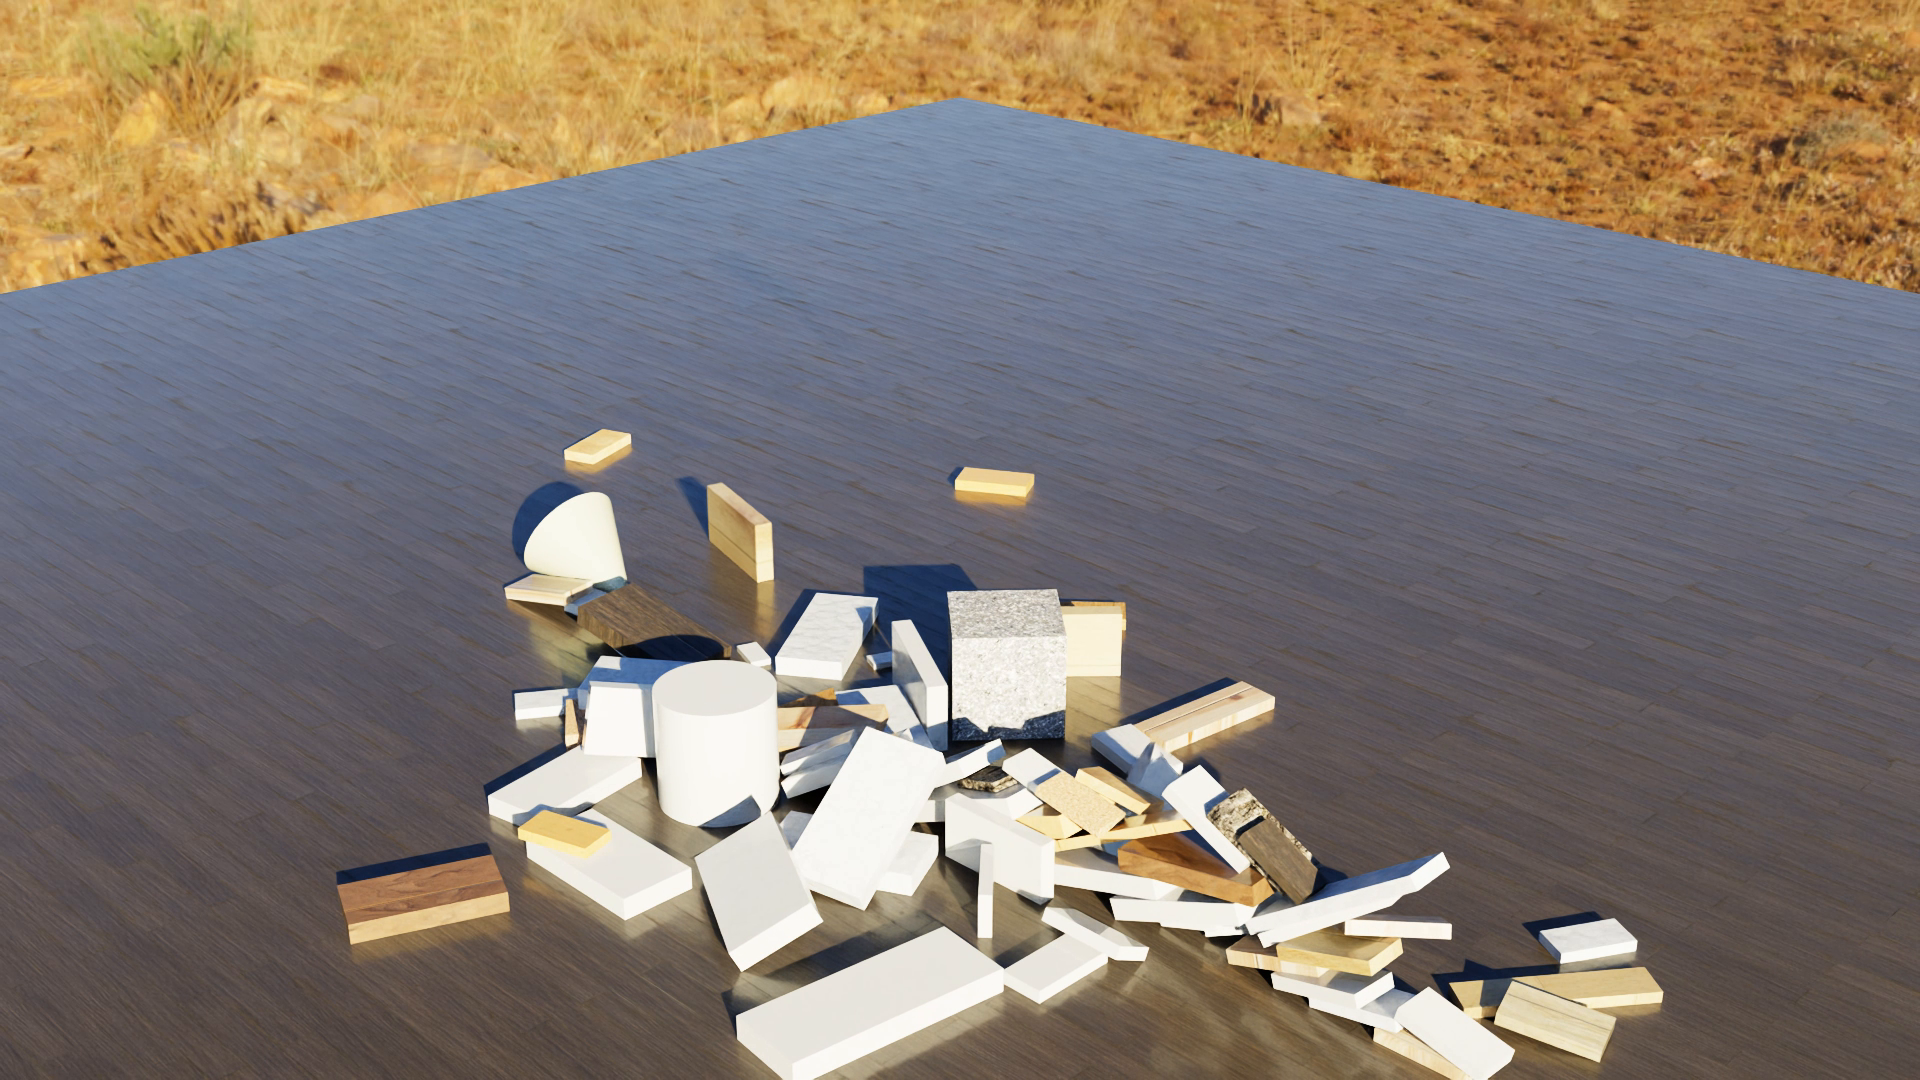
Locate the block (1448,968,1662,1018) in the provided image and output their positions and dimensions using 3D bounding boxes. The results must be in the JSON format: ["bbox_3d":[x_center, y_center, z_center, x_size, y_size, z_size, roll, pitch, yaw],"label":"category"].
[{"bbox_3d":[1.045,0.795,3.860,0.361,0.022,0.077,-3,23,-7],"label":"block"}]

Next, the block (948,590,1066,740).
[{"bbox_3d":[0.099,0.271,4.811,0.243,0.243,0.243,-1,23,-3],"label":"block"}]

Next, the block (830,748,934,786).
[{"bbox_3d":[-0.156,0.469,4.446,0.126,0.036,0.253,-23,4,-29],"label":"block"}]

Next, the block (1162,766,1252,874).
[{"bbox_3d":[0.466,0.500,3.952,0.198,0.028,0.099,45,42,20],"label":"block"}]

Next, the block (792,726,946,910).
[{"bbox_3d":[-0.181,0.531,4.222,0.170,0.048,0.340,17,57,23],"label":"block"}]

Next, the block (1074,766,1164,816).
[{"bbox_3d":[0.303,0.476,4.176,0.156,0.022,0.078,26,13,32],"label":"block"}]

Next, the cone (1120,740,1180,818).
[{"bbox_3d":[0.428,0.536,4.381,0.202,0.202,0.202,28,25,-1],"label":"cone"}]

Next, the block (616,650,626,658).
[{"bbox_3d":[-0.789,0.214,5.176,0.101,0.029,0.202,-19,39,-37],"label":"block"}]

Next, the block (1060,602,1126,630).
[{"bbox_3d":[0.246,0.180,5.301,0.304,0.027,0.097,1,23,3],"label":"block"}]

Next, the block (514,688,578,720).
[{"bbox_3d":[-0.904,0.362,4.879,0.162,0.023,0.081,-5,23,-11],"label":"block"}]

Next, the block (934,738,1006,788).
[{"bbox_3d":[-0.036,0.468,4.437,0.126,0.036,0.253,-23,-2,-44],"label":"block"}]

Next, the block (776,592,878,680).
[{"bbox_3d":[-0.309,0.224,5.178,0.154,0.044,0.361,5,23,11],"label":"block"}]

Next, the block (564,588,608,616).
[{"bbox_3d":[-0.857,0.168,5.330,0.194,0.027,0.097,17,28,34],"label":"block"}]

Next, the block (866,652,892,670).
[{"bbox_3d":[-0.162,0.276,5.093,0.097,0.014,0.049,-9,25,-21],"label":"block"}]

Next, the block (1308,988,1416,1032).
[{"bbox_3d":[0.703,0.799,3.803,0.179,0.025,0.090,8,22,45],"label":"block"}]

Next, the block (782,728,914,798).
[{"bbox_3d":[-0.227,0.455,4.480,0.252,0.036,0.126,-20,5,17],"label":"block"}]

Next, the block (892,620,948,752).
[{"bbox_3d":[-0.090,0.316,4.817,0.044,0.155,0.338,-6,24,-13],"label":"block"}]

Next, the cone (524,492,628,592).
[{"bbox_3d":[-0.892,0.068,5.448,0.265,0.265,0.265,-23,59,-42],"label":"cone"}]

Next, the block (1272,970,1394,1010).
[{"bbox_3d":[0.648,0.768,3.833,0.097,0.028,0.194,-20,14,-36],"label":"block"}]

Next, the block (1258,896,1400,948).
[{"bbox_3d":[0.654,0.650,3.851,0.267,0.026,0.091,-27,-3,35],"label":"block"}]

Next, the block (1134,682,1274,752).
[{"bbox_3d":[0.535,0.387,4.813,0.334,0.028,0.100,-18,29,-35],"label":"block"}]

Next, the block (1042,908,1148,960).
[{"bbox_3d":[0.245,0.715,3.994,0.180,0.026,0.090,21,5,41],"label":"block"}]

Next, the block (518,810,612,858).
[{"bbox_3d":[-0.767,0.571,4.270,0.162,0.023,0.081,12,26,26],"label":"block"}]

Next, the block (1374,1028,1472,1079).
[{"bbox_3d":[0.801,0.853,3.717,0.179,0.025,0.090,21,30,40],"label":"block"}]

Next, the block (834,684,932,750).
[{"bbox_3d":[-0.168,0.407,4.746,0.154,0.044,0.309,-6,24,-13],"label":"block"}]

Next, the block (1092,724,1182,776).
[{"bbox_3d":[0.373,0.454,4.655,0.100,0.028,0.200,-12,26,-26],"label":"block"}]

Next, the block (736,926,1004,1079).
[{"bbox_3d":[-0.152,0.802,3.808,0.446,0.048,0.170,-17,28,-35],"label":"block"}]

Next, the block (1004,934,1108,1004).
[{"bbox_3d":[0.170,0.762,3.931,0.090,0.026,0.180,21,31,40],"label":"block"}]

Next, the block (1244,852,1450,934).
[{"bbox_3d":[0.663,0.613,3.800,0.099,0.028,0.399,-23,-3,-42],"label":"block"}]

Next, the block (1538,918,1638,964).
[{"bbox_3d":[1.145,0.731,4.010,0.154,0.022,0.077,-6,24,-15],"label":"block"}]

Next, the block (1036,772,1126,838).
[{"bbox_3d":[0.227,0.498,4.149,0.156,0.022,0.078,32,38,31],"label":"block"}]

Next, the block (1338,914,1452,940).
[{"bbox_3d":[0.757,0.674,3.841,0.182,0.026,0.091,2,-2,2],"label":"block"}]

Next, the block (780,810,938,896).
[{"bbox_3d":[-0.214,0.607,4.274,0.310,0.044,0.155,7,24,17],"label":"block"}]

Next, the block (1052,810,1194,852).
[{"bbox_3d":[0.318,0.540,4.120,0.398,0.021,0.074,-18,4,45],"label":"block"}]

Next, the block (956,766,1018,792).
[{"bbox_3d":[0.061,0.470,4.333,0.074,0.021,0.148,-20,8,-28],"label":"block"}]
